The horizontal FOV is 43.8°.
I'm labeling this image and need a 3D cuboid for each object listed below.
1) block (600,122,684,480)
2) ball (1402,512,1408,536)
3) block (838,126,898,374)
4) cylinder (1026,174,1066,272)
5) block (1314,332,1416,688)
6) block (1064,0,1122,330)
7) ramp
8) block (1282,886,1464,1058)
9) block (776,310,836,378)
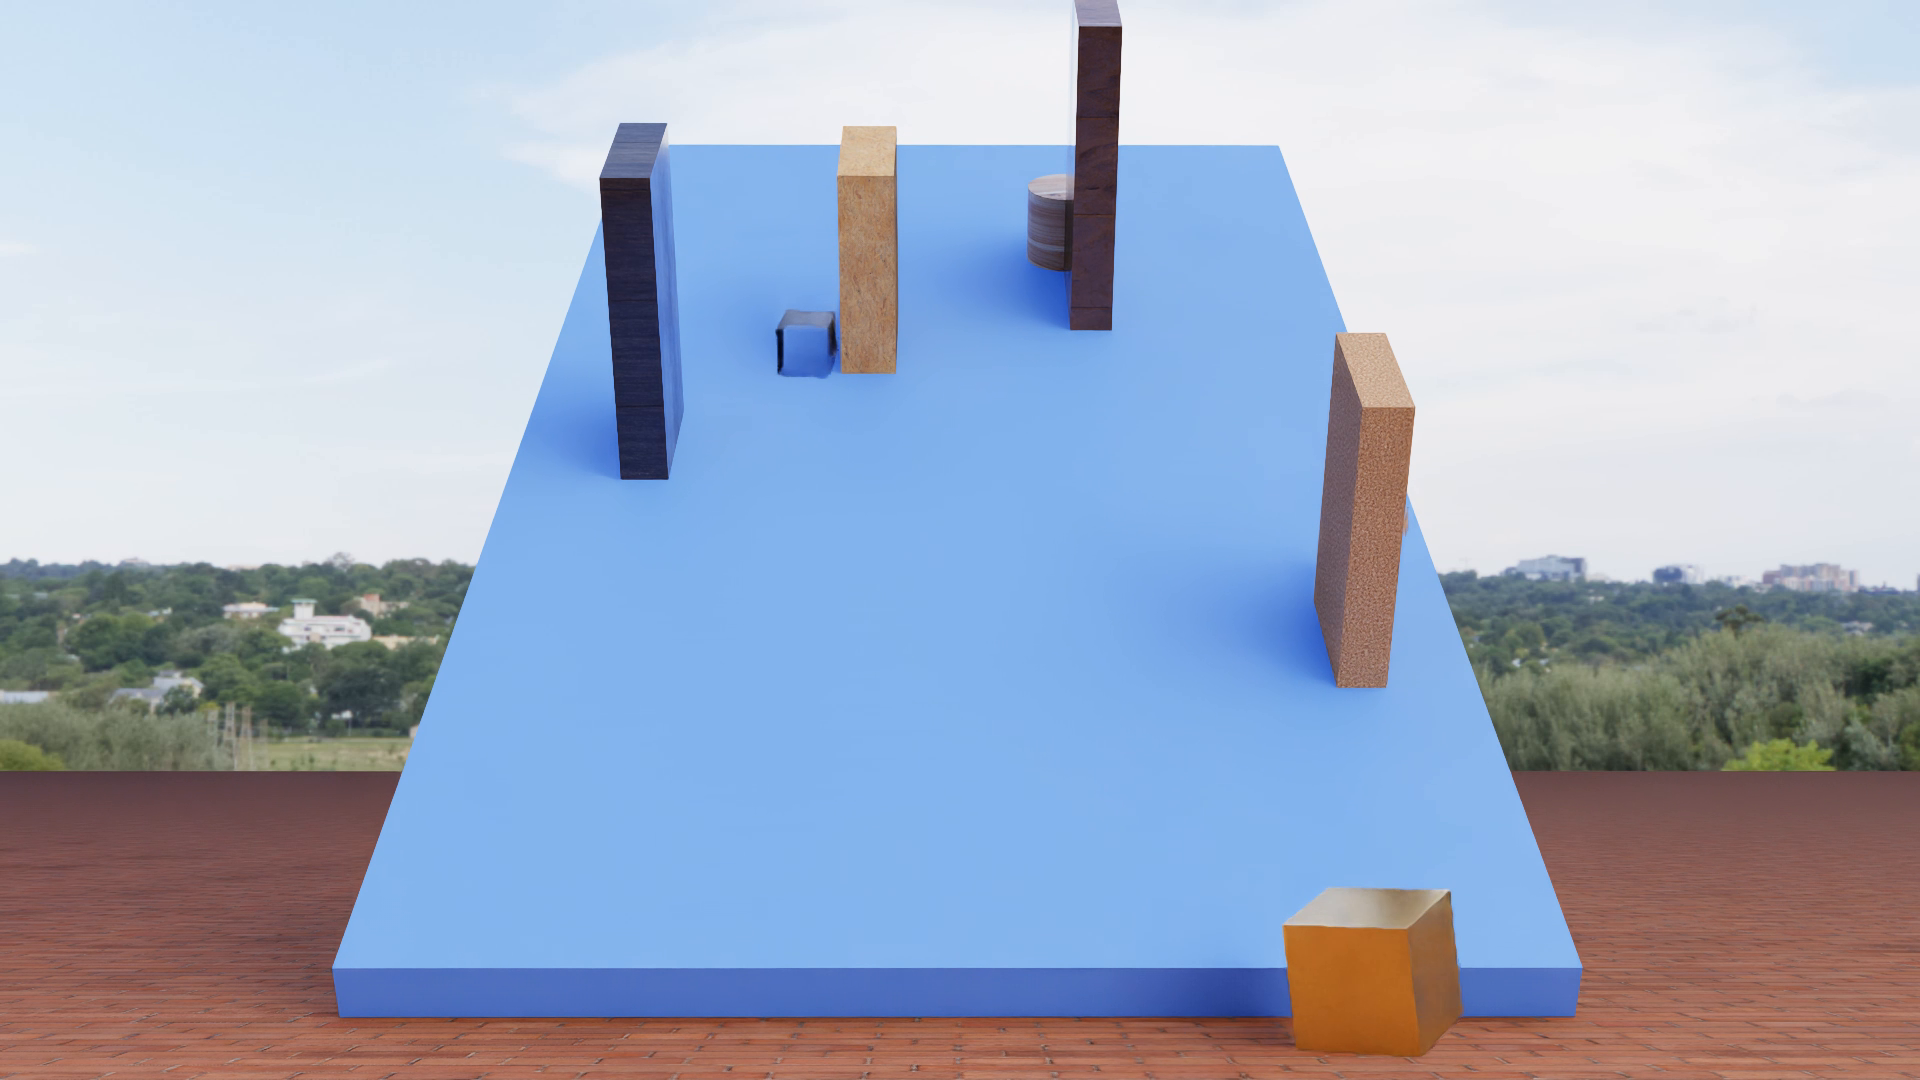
[{"bbox_3d":[-0.704,-0.532,5.329,0.106,0.707,0.360,0,28,0],"label":"block"},{"bbox_3d":[0.847,-0.040,4.840,0.119,0.119,0.119,0,-5,0],"label":"ball"},{"bbox_3d":[-0.223,-0.716,5.884,0.133,0.508,0.361,0,28,0],"label":"block"},{"bbox_3d":[0.284,-0.860,6.476,0.203,0.203,0.203,0,28,0],"label":"cylinder"},{"bbox_3d":[0.769,-0.058,4.581,0.095,0.592,0.337,0,28,0],"label":"block"},{"bbox_3d":[0.334,-0.975,6.072,0.105,0.788,0.399,0,28,0],"label":"block"},{"bbox_3d":[-0.012,-0.221,5.608,2.000,0.100,4.000,0,28,0],"label":"ramp"},{"bbox_3d":[0.596,0.618,3.444,0.186,0.186,0.186,-3,8,31],"label":"block"},{"bbox_3d":[-0.375,-0.479,5.850,0.124,0.124,0.124,4,29,7],"label":"block"}]
